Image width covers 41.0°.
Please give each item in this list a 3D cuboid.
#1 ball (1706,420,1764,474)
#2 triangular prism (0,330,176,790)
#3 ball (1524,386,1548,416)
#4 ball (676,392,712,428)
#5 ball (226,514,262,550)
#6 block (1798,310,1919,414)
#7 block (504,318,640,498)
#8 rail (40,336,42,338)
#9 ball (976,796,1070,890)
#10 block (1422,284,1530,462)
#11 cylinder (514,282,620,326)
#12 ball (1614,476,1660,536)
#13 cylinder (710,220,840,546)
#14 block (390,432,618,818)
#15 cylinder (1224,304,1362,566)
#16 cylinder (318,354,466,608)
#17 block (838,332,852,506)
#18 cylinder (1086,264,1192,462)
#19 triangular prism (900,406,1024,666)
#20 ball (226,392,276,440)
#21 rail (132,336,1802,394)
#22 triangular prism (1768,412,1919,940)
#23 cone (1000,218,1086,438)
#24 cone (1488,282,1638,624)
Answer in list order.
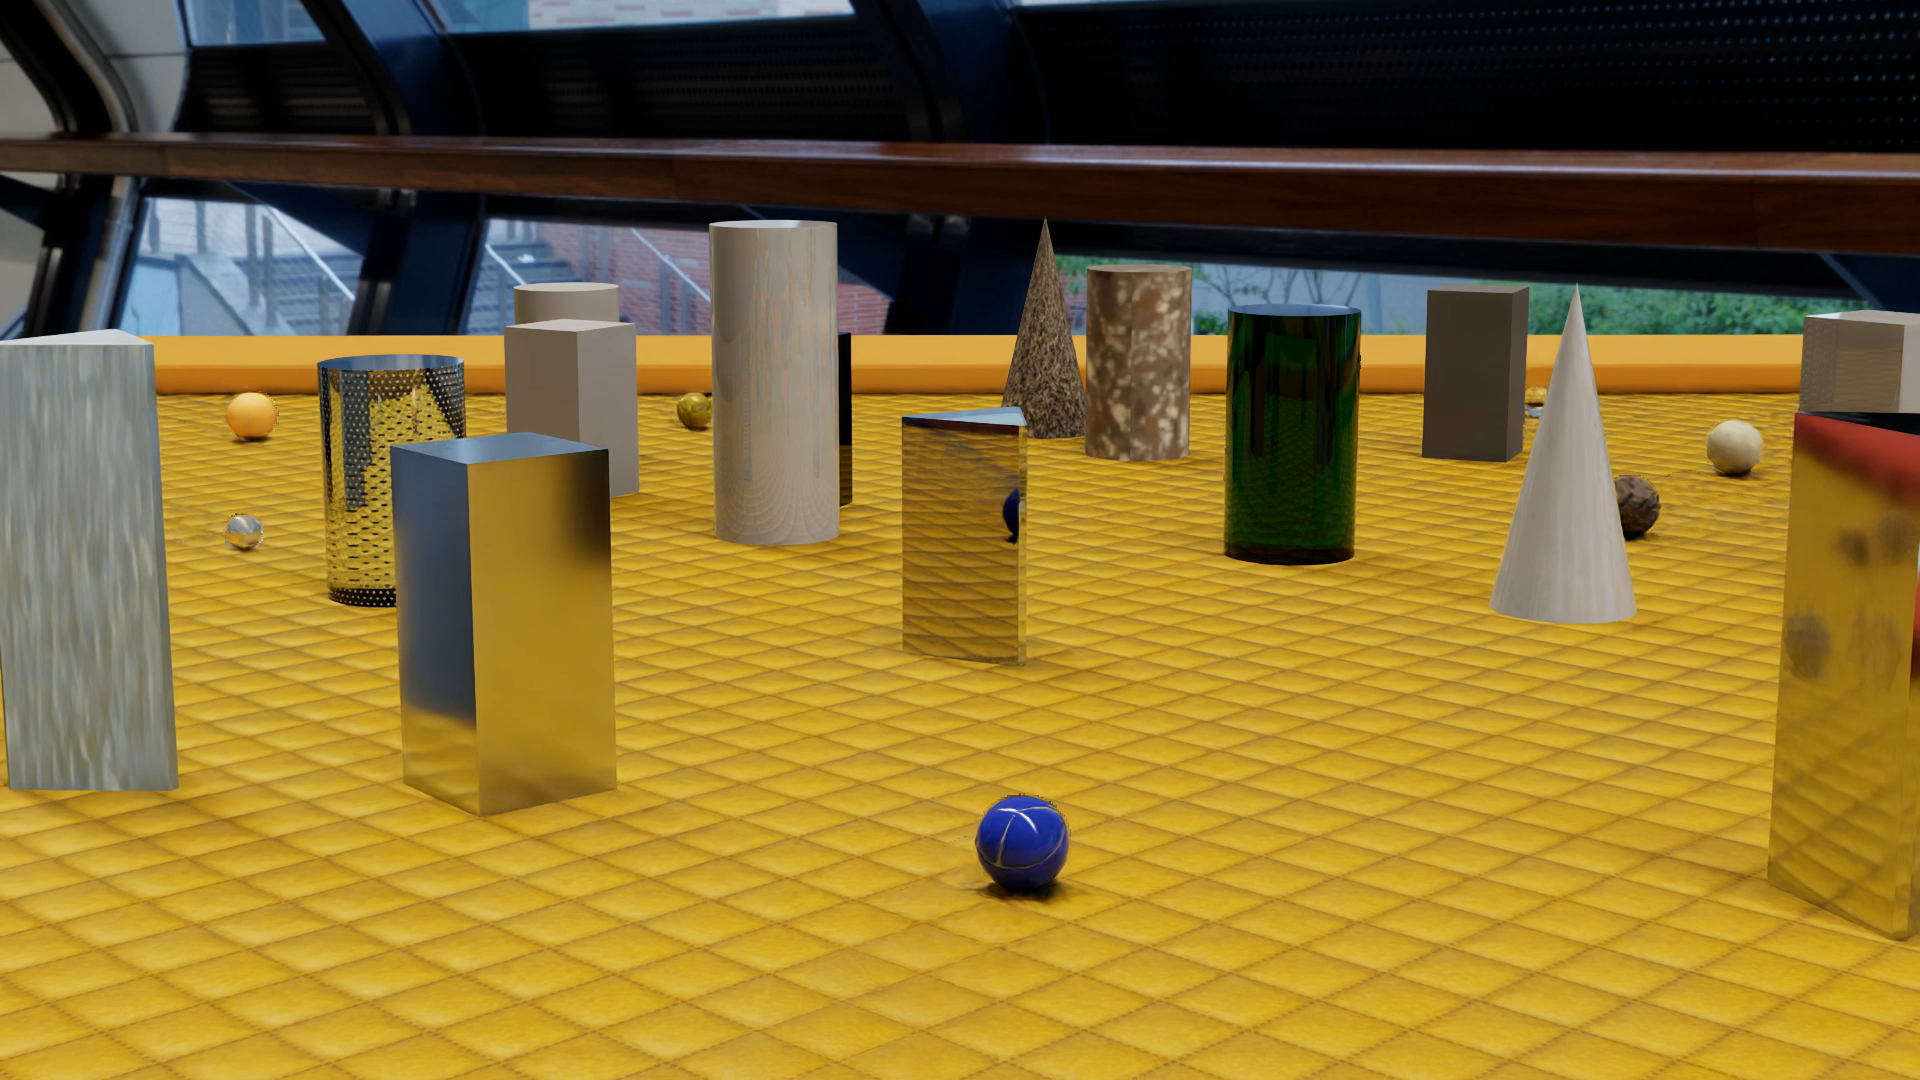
[{"bbox_3d":[1.394,-0.168,4.618,0.099,0.099,0.099,0,10,0],"label":"ball"},{"bbox_3d":[-0.883,0.017,2.644,0.171,0.455,0.148,0,10,1],"label":"triangular prism"},{"bbox_3d":[1.210,-0.291,5.374,0.065,0.065,0.065,0,10,0],"label":"ball"},{"bbox_3d":[-0.537,-0.263,5.200,0.073,0.073,0.073,0,10,0],"label":"ball"},{"bbox_3d":[-1.091,-0.013,3.907,0.053,0.053,0.053,0,10,0],"label":"ball"},{"bbox_3d":[1.305,-0.129,3.650,0.158,0.376,0.158,-8,13,-37],"label":"block"},{"bbox_3d":[-0.663,-0.222,4.385,0.158,0.291,0.158,6,12,30],"label":"block"},{"bbox_3d":[-2.015,0.035,3.437,0.045,0.128,4.698,0,10,0],"label":"rail"},{"bbox_3d":[0.056,0.271,2.291,0.084,0.084,0.084,0,10,0],"label":"ball"},{"bbox_3d":[0.972,-0.317,4.832,0.158,0.314,0.158,4,11,23],"label":"block"},{"bbox_3d":[-0.740,-0.322,4.855,0.197,0.315,0.197,0,10,0],"label":"cylinder"},{"bbox_3d":[1.046,-0.053,4.013,0.094,0.094,0.094,0,10,0],"label":"ball"},{"bbox_3d":[-0.287,-0.248,3.991,0.197,0.485,0.197,0,10,0],"label":"cylinder"},{"bbox_3d":[-0.460,0.080,2.591,0.158,0.350,0.158,-9,14,-39],"label":"block"},{"bbox_3d":[0.497,-0.161,3.843,0.197,0.368,0.197,0,10,0],"label":"cylinder"},{"bbox_3d":[-0.783,-0.086,3.556,0.197,0.324,0.197,0,10,0],"label":"cylinder"},{"bbox_3d":[-0.282,-0.197,4.259,0.158,0.287,0.158,4,11,19],"label":"block"},{"bbox_3d":[0.336,-0.337,4.842,0.197,0.351,0.197,0,10,0],"label":"cylinder"},{"bbox_3d":[0.037,-0.011,3.222,0.171,0.298,0.148,6,12,28],"label":"triangular prism"},{"bbox_3d":[-1.390,-0.243,5.036,0.094,0.094,0.094,0,10,0],"label":"ball"},{"bbox_3d":[-0.013,-0.391,5.735,4.077,0.128,0.045,0,10,0],"label":"rail"},{"bbox_3d":[0.787,0.107,2.232,0.148,0.428,0.171,8,13,38],"label":"triangular prism"},{"bbox_3d":[0.169,-0.431,5.121,0.197,0.432,0.197,0,10,0],"label":"cone"},{"bbox_3d":[0.818,-0.125,3.444,0.197,0.443,0.197,0,10,0],"label":"cone"}]
